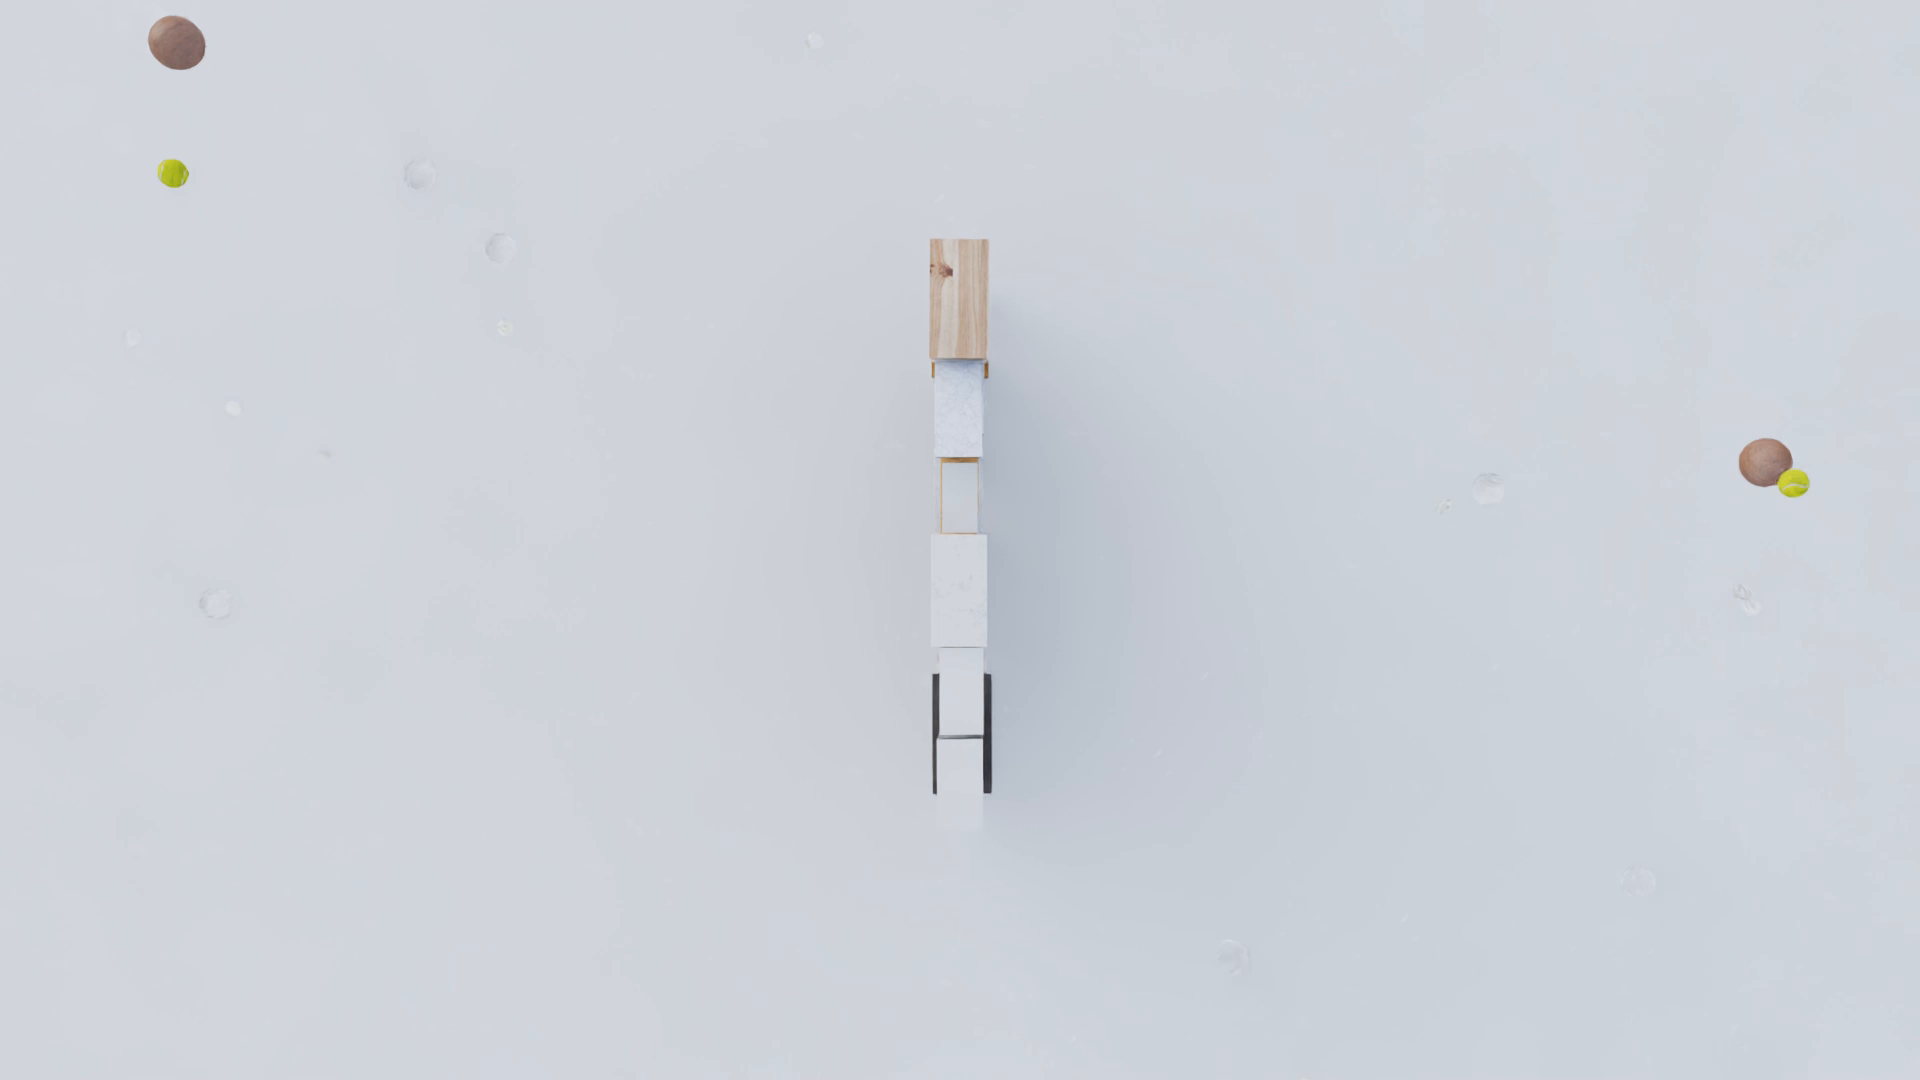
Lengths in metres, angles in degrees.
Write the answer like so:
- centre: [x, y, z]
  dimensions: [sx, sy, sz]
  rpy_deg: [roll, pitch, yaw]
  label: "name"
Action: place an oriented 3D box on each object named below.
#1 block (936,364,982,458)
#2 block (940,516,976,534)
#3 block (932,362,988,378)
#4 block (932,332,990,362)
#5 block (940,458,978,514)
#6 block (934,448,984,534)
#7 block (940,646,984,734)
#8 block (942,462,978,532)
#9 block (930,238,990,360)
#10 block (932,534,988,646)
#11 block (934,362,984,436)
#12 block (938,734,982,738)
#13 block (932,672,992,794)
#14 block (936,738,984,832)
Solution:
- centre: [-0.004, -0.352, 4.499]
  dimensions: [0.126, 0.036, 0.253]
  rpy_deg: [0, 90, 0]
  label: "block"
- centre: [-0.004, 0.038, 4.915]
  dimensions: [0.108, 0.031, 0.216]
  rpy_deg: [0, 90, 0]
  label: "block"
- centre: [0.000, -0.681, 5.121]
  dimensions: [0.177, 0.050, 0.354]
  rpy_deg: [0, 90, 0]
  label: "block"
- centre: [-0.001, -0.536, 4.611]
  dimensions: [0.159, 0.319, 0.045]
  rpy_deg: [0, 90, 0]
  label: "block"
- centre: [-0.001, -0.188, 4.906]
  dimensions: [0.113, 0.032, 0.225]
  rpy_deg: [0, 90, 0]
  label: "block"
- centre: [-0.004, -0.131, 5.168]
  dimensions: [0.155, 0.044, 0.310]
  rpy_deg: [0, 90, 0]
  label: "block"
- centre: [0.005, 0.417, 4.575]
  dimensions: [0.121, 0.034, 0.242]
  rpy_deg: [0, 90, 0]
  label: "block"
- centre: [0.000, -0.120, 4.677]
  dimensions: [0.099, 0.028, 0.199]
  rpy_deg: [0, 90, 0]
  label: "block"
- centre: [-0.002, -0.646, 4.429]
  dimensions: [0.159, 0.045, 0.319]
  rpy_deg: [0, 90, 0]
  label: "block"
- centre: [-0.002, 0.140, 4.568]
  dimensions: [0.155, 0.044, 0.310]
  rpy_deg: [0, 90, 0]
  label: "block"
- centre: [-0.001, -0.449, 4.791]
  dimensions: [0.143, 0.040, 0.285]
  rpy_deg: [1, 90, 0]
  label: "block"
- centre: [0.000, 0.590, 4.707]
  dimensions: [0.127, 0.254, 0.036]
  rpy_deg: [0, 91, 0]
  label: "block"
- centre: [0.006, 0.568, 4.859]
  dimensions: [0.176, 0.050, 0.351]
  rpy_deg: [0, 90, 0]
  label: "block"
- centre: [0.000, 0.677, 4.562]
  dimensions: [0.127, 0.036, 0.254]
  rpy_deg: [-1, 90, 0]
  label: "block"
